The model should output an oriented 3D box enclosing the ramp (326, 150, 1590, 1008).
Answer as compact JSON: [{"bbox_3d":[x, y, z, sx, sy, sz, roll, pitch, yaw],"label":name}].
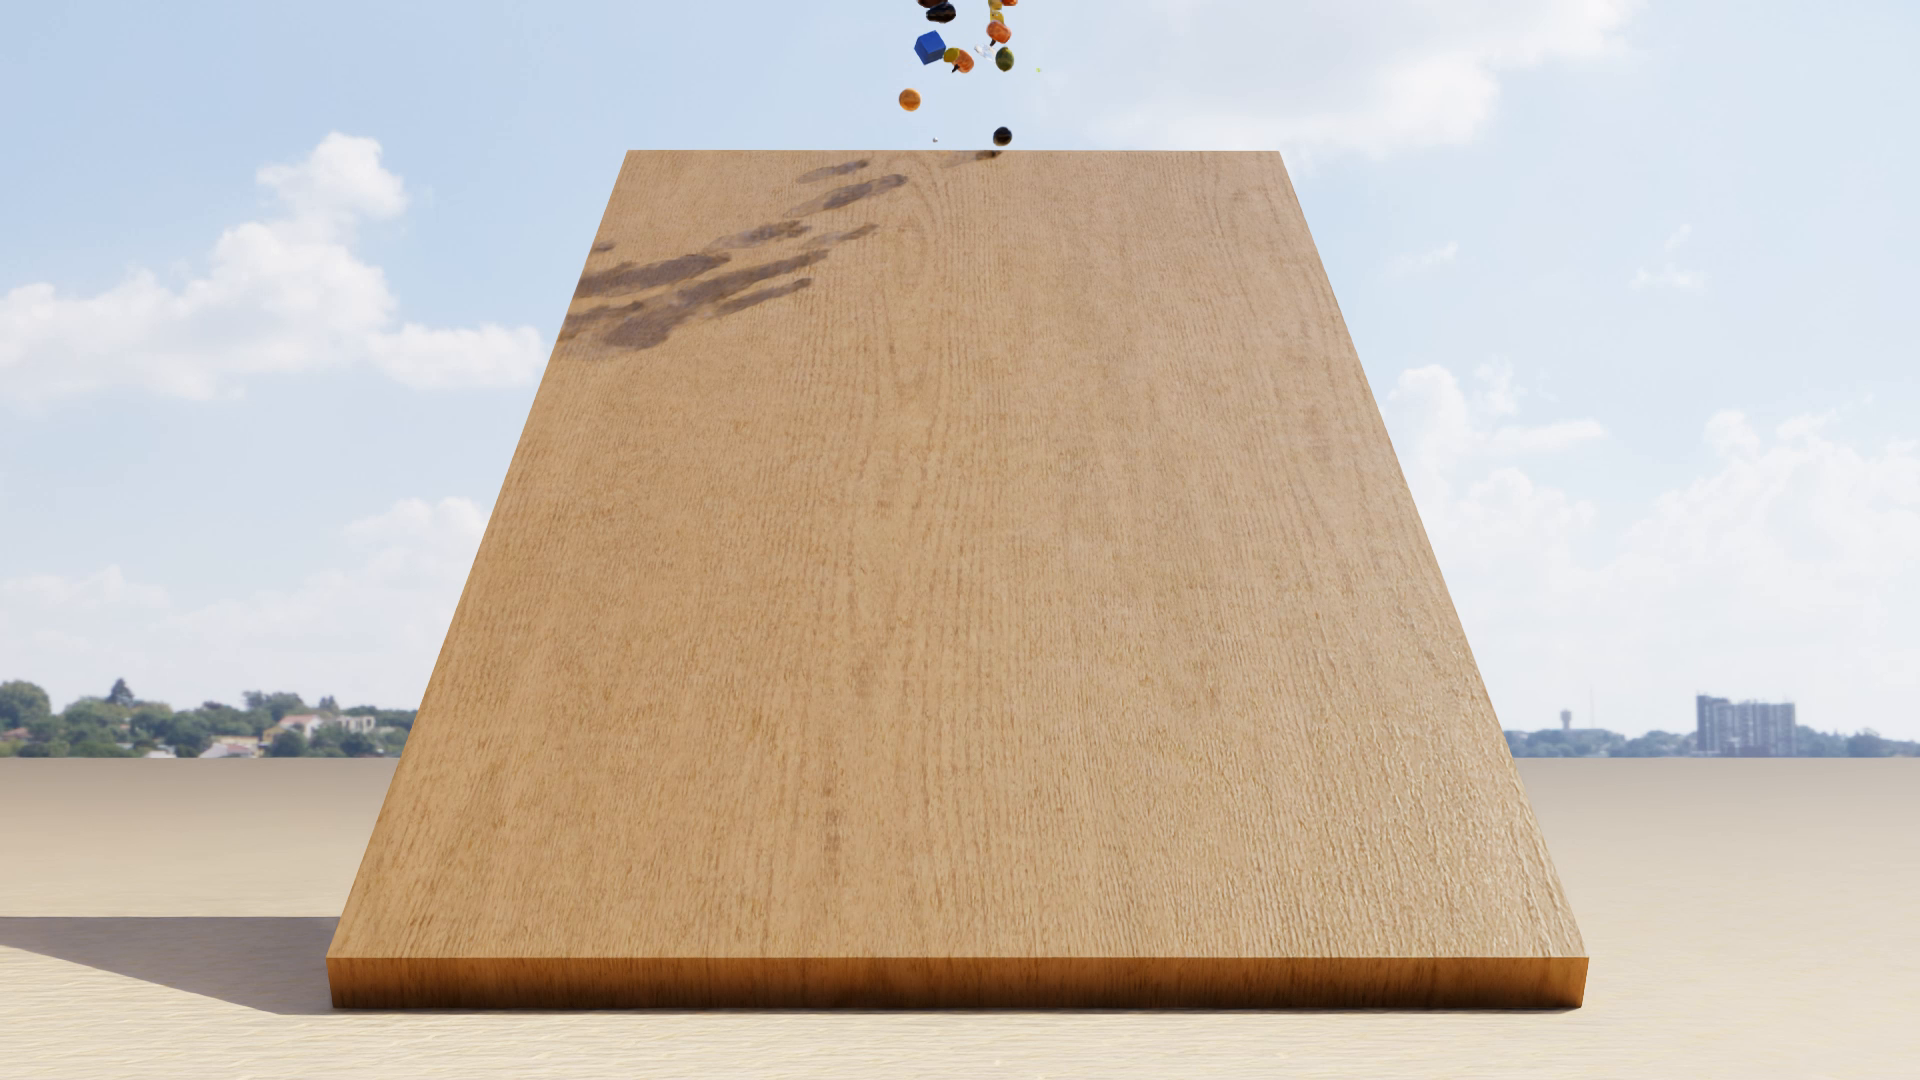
[{"bbox_3d":[-0.011,-0.224,5.562,2.000,0.100,4.000,0,28,0],"label":"ramp"}]

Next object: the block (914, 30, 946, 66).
[{"bbox_3d":[-0.089,-1.468,7.099,0.064,0.064,0.064,-26,-14,-21],"label":"block"}]

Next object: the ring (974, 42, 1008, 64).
[{"bbox_3d":[0.096,-1.500,7.337,0.113,0.038,0.113,26,14,-7],"label":"ring"}]
